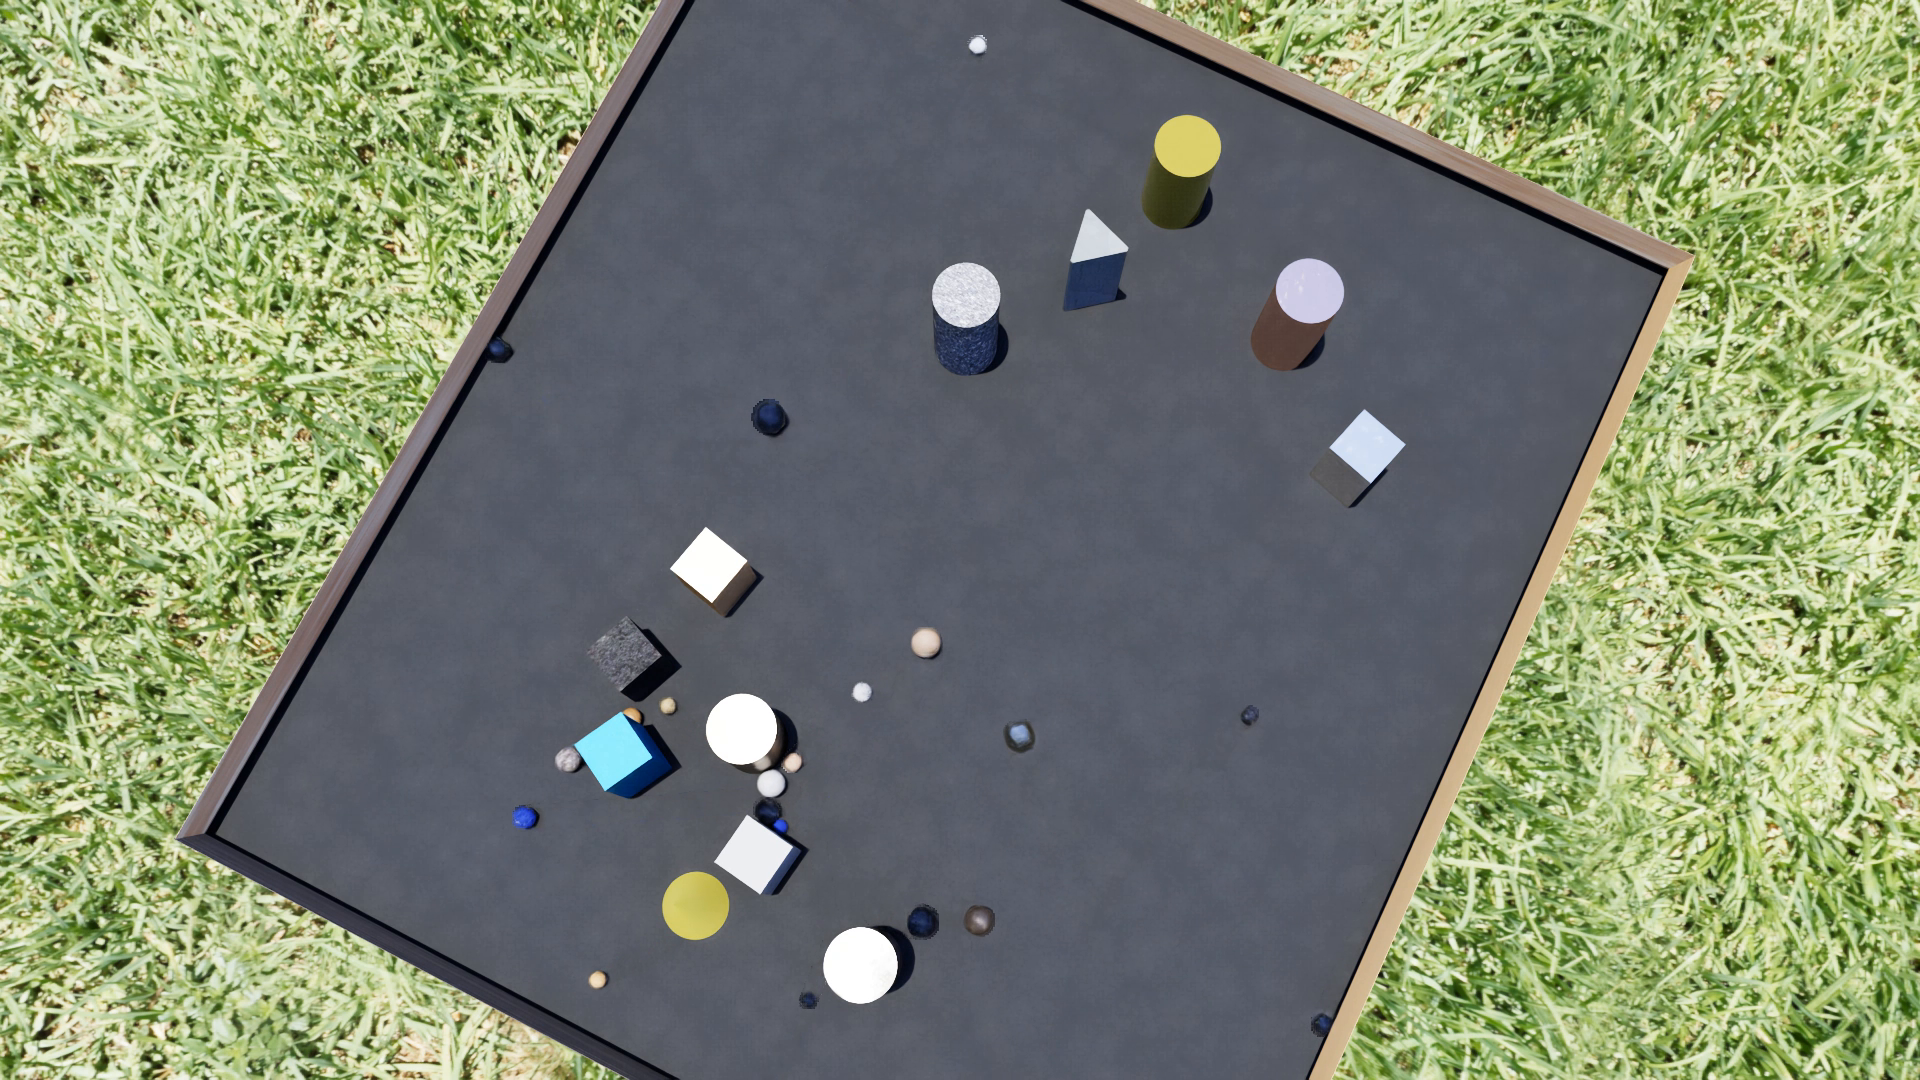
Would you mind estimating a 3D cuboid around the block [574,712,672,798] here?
[{"bbox_3d":[-0.969,0.627,5.298,0.157,0.369,0.157,-35,80,-7],"label":"block"}]

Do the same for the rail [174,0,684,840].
[{"bbox_3d":[-1.443,-0.700,5.695,0.045,0.127,3.631,26,80,5],"label":"rail"}]

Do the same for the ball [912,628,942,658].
[{"bbox_3d":[-0.102,0.311,5.507,0.089,0.089,0.089,0,78,0],"label":"ball"}]

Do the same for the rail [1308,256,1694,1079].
[{"bbox_3d":[1.443,0.713,5.403,0.045,0.127,3.631,26,80,5],"label":"rail"}]

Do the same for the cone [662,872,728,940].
[{"bbox_3d":[-0.778,1.033,5.186,0.196,0.424,0.196,0,78,0],"label":"cone"}]

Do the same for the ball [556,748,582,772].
[{"bbox_3d":[-1.163,0.654,5.443,0.075,0.075,0.075,0,78,0],"label":"ball"}]

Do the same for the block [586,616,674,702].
[{"bbox_3d":[-0.971,0.354,5.411,0.157,0.260,0.157,-41,81,-8],"label":"block"}]

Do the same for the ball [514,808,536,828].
[{"bbox_3d":[-1.284,0.821,5.415,0.062,0.062,0.062,0,78,0],"label":"ball"}]

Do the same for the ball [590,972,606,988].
[{"bbox_3d":[-1.051,1.279,5.327,0.048,0.048,0.048,0,78,0],"label":"ball"}]

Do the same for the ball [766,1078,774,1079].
[{"bbox_3d":[-0.548,1.574,5.263,0.054,0.054,0.054,0,78,0],"label":"ball"}]

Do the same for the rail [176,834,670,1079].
[{"bbox_3d":[-0.801,1.576,5.224,3.273,0.127,0.045,26,80,5],"label":"rail"}]

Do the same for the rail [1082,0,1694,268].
[{"bbox_3d":[0.801,-1.563,5.874,3.273,0.127,0.045,26,80,5],"label":"rail"}]

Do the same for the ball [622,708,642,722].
[{"bbox_3d":[-0.982,0.532,5.474,0.063,0.063,0.063,0,78,0],"label":"ball"}]

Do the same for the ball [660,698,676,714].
[{"bbox_3d":[-0.873,0.498,5.489,0.048,0.048,0.048,0,78,0],"label":"ball"}]

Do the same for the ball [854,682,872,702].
[{"bbox_3d":[-0.292,0.456,5.494,0.055,0.055,0.055,0,78,0],"label":"ball"}]

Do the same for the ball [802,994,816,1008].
[{"bbox_3d":[-0.440,1.338,5.319,0.042,0.042,0.042,0,78,0],"label":"ball"}]

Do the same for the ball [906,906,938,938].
[{"bbox_3d":[-0.110,1.114,5.340,0.091,0.091,0.091,0,78,0],"label":"ball"}]

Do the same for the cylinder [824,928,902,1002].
[{"bbox_3d":[-0.266,1.186,5.133,0.196,0.467,0.196,0,78,0],"label":"cylinder"}]

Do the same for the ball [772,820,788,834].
[{"bbox_3d":[-0.531,0.848,5.419,0.043,0.043,0.043,0,78,0],"label":"ball"}]

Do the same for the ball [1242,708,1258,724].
[{"bbox_3d":[0.866,0.527,5.483,0.048,0.048,0.048,0,78,0],"label":"ball"}]

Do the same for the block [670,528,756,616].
[{"bbox_3d":[-0.729,0.100,5.453,0.157,0.279,0.157,38,81,7],"label":"block"}]

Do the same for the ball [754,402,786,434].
[{"bbox_3d":[-0.585,-0.377,5.645,0.098,0.098,0.098,0,78,0],"label":"ball"}]

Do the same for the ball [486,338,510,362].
[{"bbox_3d":[-1.439,-0.592,5.702,0.073,0.073,0.073,0,78,0],"label":"ball"}]

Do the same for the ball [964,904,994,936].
[{"bbox_3d":[0.053,1.108,5.343,0.087,0.087,0.087,0,78,0],"label":"ball"}]

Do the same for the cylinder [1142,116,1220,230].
[{"bbox_3d":[0.675,-1.124,5.634,0.196,0.421,0.196,0,78,0],"label":"cylinder"}]

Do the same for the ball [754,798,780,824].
[{"bbox_3d":[-0.569,0.800,5.413,0.074,0.074,0.074,0,78,0],"label":"ball"}]

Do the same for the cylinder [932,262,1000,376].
[{"bbox_3d":[0.018,-0.657,5.509,0.196,0.476,0.196,0,78,0],"label":"cylinder"}]

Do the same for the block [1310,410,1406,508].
[{"bbox_3d":[1.187,-0.240,5.498,0.157,0.330,0.157,42,81,8],"label":"block"}]

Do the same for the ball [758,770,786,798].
[{"bbox_3d":[-0.558,0.721,5.425,0.083,0.083,0.083,0,78,0],"label":"ball"}]

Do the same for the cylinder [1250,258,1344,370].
[{"bbox_3d":[1.010,-0.671,5.516,0.196,0.469,0.196,0,78,0],"label":"cylinder"}]

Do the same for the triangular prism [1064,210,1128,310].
[{"bbox_3d":[0.391,-0.855,5.572,0.170,0.434,0.147,-13,79,-3],"label":"triangular prism"}]

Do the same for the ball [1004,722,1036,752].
[{"bbox_3d":[0.178,0.586,5.448,0.092,0.092,0.092,0,78,0],"label":"ball"}]

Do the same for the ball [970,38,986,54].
[{"bbox_3d":[0.058,-1.596,5.921,0.051,0.051,0.051,0,78,0],"label":"ball"}]

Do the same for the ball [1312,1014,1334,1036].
[{"bbox_3d":[1.051,1.402,5.295,0.062,0.062,0.062,0,78,0],"label":"ball"}]

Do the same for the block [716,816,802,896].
[{"bbox_3d":[-0.578,0.911,5.278,0.157,0.295,0.157,34,80,7],"label":"block"}]

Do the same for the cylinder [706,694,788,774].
[{"bbox_3d":[-0.612,0.566,5.314,0.196,0.363,0.196,0,78,0],"label":"cylinder"}]

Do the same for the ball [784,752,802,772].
[{"bbox_3d":[-0.496,0.661,5.452,0.055,0.055,0.055,0,78,0],"label":"ball"}]
